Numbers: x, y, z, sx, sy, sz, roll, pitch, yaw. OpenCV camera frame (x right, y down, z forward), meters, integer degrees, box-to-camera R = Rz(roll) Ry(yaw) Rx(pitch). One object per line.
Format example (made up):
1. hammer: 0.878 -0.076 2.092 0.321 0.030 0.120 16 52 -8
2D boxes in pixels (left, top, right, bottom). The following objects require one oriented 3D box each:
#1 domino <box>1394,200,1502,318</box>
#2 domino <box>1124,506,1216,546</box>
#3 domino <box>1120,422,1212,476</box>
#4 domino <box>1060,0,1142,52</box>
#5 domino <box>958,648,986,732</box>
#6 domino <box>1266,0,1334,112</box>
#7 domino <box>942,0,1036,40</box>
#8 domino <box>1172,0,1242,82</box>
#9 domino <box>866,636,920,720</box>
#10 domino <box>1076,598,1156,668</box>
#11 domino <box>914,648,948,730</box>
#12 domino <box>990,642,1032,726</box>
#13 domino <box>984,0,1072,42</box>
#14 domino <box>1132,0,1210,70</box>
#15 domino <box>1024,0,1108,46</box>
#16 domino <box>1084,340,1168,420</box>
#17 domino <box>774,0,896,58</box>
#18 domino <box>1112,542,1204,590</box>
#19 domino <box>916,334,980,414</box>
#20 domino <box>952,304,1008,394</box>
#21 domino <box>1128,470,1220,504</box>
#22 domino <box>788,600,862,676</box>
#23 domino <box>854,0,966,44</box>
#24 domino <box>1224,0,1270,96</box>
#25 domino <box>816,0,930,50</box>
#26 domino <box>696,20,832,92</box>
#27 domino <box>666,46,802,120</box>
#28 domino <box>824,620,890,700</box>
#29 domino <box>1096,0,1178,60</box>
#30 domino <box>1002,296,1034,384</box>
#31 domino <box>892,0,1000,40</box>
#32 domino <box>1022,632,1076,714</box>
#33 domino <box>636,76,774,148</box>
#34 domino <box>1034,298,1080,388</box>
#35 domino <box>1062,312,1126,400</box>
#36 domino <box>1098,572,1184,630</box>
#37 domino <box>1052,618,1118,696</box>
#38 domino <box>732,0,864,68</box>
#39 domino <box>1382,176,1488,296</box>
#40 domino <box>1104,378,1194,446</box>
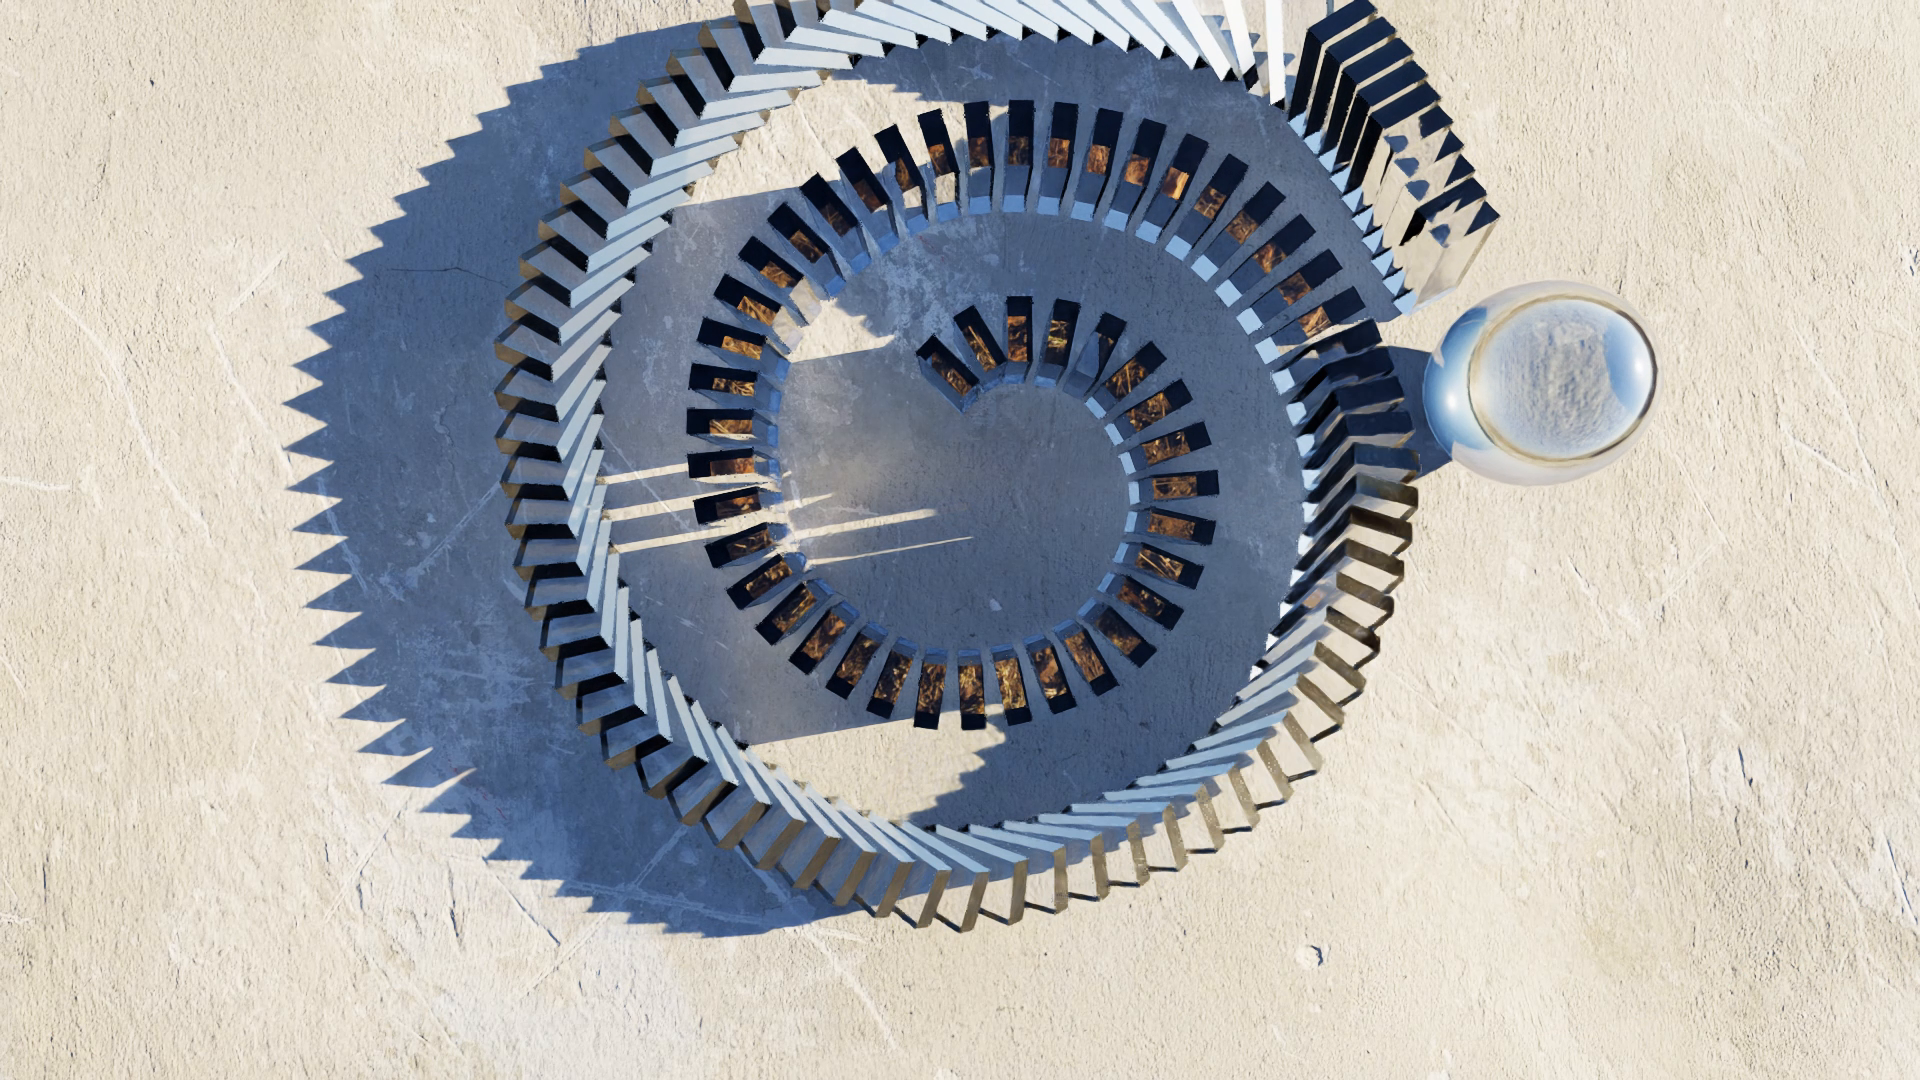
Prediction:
1. domino: 0.198 -0.114 0.375 0.025 0.050 0.010 -29 70 0
2. domino: 0.085 -0.005 0.375 0.025 0.050 0.010 13 90 0
3. domino: 0.083 -0.037 0.375 0.025 0.050 0.009 -19 90 0
4. domino: 0.059 -0.229 0.381 0.050 0.009 0.025 12 90 -38
5. domino: 0.005 0.060 0.375 0.010 0.050 0.025 -4 90 0
6. domino: 0.140 -0.208 0.378 0.025 0.050 0.009 -31 48 -4
7. domino: 0.011 -0.231 0.381 0.050 0.010 0.025 2 90 -39
8. domino: 0.108 -0.219 0.379 0.050 0.009 0.025 30 90 -43
9. domino: -0.027 0.055 0.375 0.010 0.050 0.025 22 90 0
10. domino: 0.063 0.037 0.375 0.025 0.050 0.010 44 90 0
11. domino: -0.011 0.060 0.375 0.009 0.050 0.025 8 90 0
12. domino: 0.020 0.058 0.375 0.009 0.050 0.025 -12 90 0
13. domino: 0.027 -0.231 0.381 0.050 0.010 0.025 5 90 -39
14. domino: 0.091 -0.223 0.381 0.050 0.010 0.025 23 90 -39
15. domino: 0.043 -0.230 0.381 0.050 0.009 0.025 8 90 -39
16. domino: 0.067 -0.064 0.375 0.025 0.050 0.009 -42 90 0
17. domino: -0.052 -0.218 0.380 0.050 0.010 0.025 -15 89 -40
18. domino: 0.080 0.010 0.375 0.025 0.050 0.010 22 90 0
19. domino: -0.005 -0.067 0.375 0.025 0.050 0.010 44 90 0
20. domino: 0.008 -0.077 0.375 0.009 0.050 0.025 -31 90 0
21. domino: 0.086 -0.021 0.375 0.025 0.050 0.010 -4 90 0
22. domino: -0.054 0.039 0.375 0.010 0.050 0.025 38 90 0
23. domino: -0.021 -0.227 0.380 0.050 0.009 0.025 -5 90 -39
24. domino: 0.125 -0.213 0.378 0.025 0.050 0.010 -45 50 0
25. domino: -0.037 -0.224 0.380 0.050 0.009 0.025 -9 89 -39
26. domino: -0.080 -0.202 0.381 0.050 0.009 0.025 -29 90 -39
27. domino: -0.093 -0.192 0.381 0.050 0.009 0.025 -34 90 -39
28. domino: -0.041 0.048 0.375 0.009 0.050 0.025 31 90 0
29. domino: 0.075 -0.227 0.381 0.050 0.010 0.025 17 90 -39
30. domino: 0.023 -0.081 0.375 0.010 0.050 0.025 -1 90 0
31. domino: -0.005 -0.230 0.381 0.050 0.009 0.025 -2 90 -39
32. domino: 0.036 0.054 0.375 0.010 0.050 0.025 -20 90 0
33. domino: -0.105 -0.181 0.381 0.050 0.009 0.025 -38 90 -39
34. domino: 0.039 -0.079 0.375 0.010 0.050 0.025 12 90 0
35. domino: 0.054 -0.074 0.375 0.010 0.050 0.025 26 90 0
36. domino: 0.073 0.024 0.375 0.025 0.050 0.010 32 90 0
37. domino: 0.050 0.047 0.375 0.010 0.050 0.025 -30 90 0
38. domino: -0.066 -0.211 0.380 0.050 0.009 0.025 -21 90 -40
39. domino: 0.193 -0.123 0.375 0.025 0.050 0.009 -29 70 0
40. domino: 0.076 -0.051 0.375 0.025 0.050 0.009 -30 90 0
